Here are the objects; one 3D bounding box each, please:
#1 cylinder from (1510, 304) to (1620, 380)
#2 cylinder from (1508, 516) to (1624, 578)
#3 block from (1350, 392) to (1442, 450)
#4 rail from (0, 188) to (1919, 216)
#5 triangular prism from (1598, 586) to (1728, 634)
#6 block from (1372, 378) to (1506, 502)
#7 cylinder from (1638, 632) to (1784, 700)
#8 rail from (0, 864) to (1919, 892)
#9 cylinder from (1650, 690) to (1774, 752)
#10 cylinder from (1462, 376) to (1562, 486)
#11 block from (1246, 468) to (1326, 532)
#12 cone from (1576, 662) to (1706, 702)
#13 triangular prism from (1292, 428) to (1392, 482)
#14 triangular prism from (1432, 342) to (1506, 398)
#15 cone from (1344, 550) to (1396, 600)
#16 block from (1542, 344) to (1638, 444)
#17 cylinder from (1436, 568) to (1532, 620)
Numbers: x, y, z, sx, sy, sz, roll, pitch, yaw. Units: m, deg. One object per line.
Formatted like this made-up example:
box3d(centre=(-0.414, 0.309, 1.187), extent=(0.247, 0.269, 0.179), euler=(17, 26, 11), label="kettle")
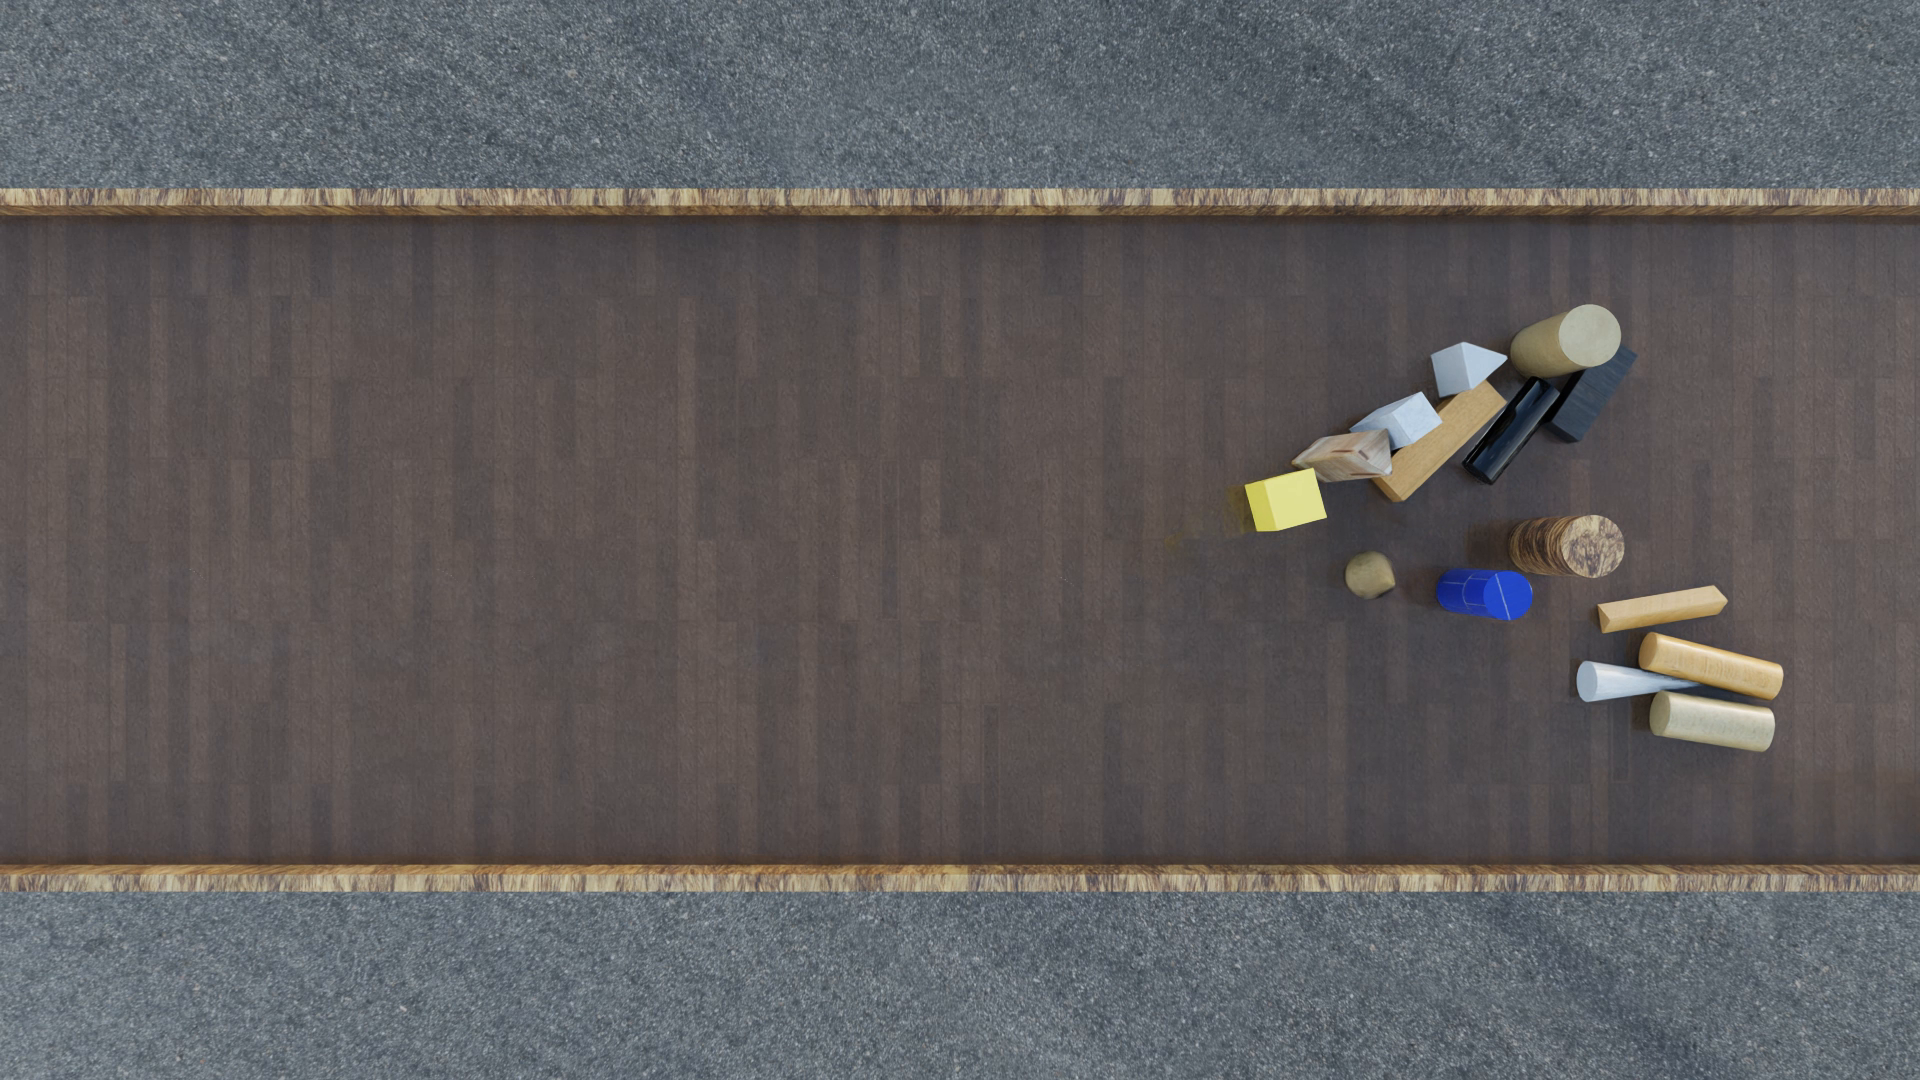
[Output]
box3d(centre=(1.781, -0.578, 4.870), extent=(0.176, 0.413, 0.176), euler=(0, 90, 0), label="cylinder")
box3d(centre=(1.774, 0.018, 4.848), extent=(0.176, 0.456, 0.176), euler=(0, 90, 0), label="cylinder")
box3d(centre=(1.285, -0.338, 4.879), extent=(0.107, 0.386, 0.107), euler=(-35, 90, -5), label="block")
box3d(centre=(-2.247, -1.025, 5.002), extent=(12.000, 0.150, 0.050), euler=(0, 90, 0), label="rail")
box3d(centre=(2.148, 0.213, 5.036), extent=(0.362, 0.076, 0.088), euler=(-9, 90, 0), label="triangular prism")
box3d(centre=(1.448, -0.308, 5.017), extent=(0.431, 0.120, 0.120), euler=(-44, 90, 0), label="block")
box3d(centre=(2.282, 0.384, 5.018), extent=(0.391, 0.117, 0.117), euler=(14, 90, 0), label="cylinder")
box3d(centre=(-2.247, 1.025, 5.001), extent=(12.000, 0.150, 0.050), euler=(0, 90, 0), label="rail")
box3d(centre=(2.281, 0.550, 5.007), extent=(0.318, 0.139, 0.139), euler=(9, 90, 0), label="cylinder")
box3d(centre=(1.679, -0.333, 5.019), extent=(0.115, 0.115, 0.334), euler=(39, 90, 0), label="cylinder")
box3d(centre=(0.965, -0.117, 4.909), extent=(0.147, 0.334, 0.147), euler=(-15, 90, 0), label="block")
box3d(centre=(2.130, 0.435, 5.046), extent=(0.450, 0.124, 0.124), euler=(1, 90, -8), label="cone")
box3d(centre=(1.153, -0.265, 4.918), extent=(0.135, 0.317, 0.117), euler=(27, 78, -21), label="triangular prism")
box3d(centre=(1.492, -0.527, 4.923), extent=(0.138, 0.308, 0.119), euler=(-41, 90, 0), label="triangular prism")
box3d(centre=(1.239, 0.118, 4.842), extent=(0.151, 0.457, 0.151), euler=(0, 92, 5), label="cone")
box3d(centre=(1.913, -0.456, 5.023), extent=(0.106, 0.106, 0.312), euler=(34, 90, 0), label="block")
box3d(centre=(1.534, 0.156, 4.847), extent=(0.139, 0.458, 0.139), euler=(0, 90, 0), label="cylinder")
